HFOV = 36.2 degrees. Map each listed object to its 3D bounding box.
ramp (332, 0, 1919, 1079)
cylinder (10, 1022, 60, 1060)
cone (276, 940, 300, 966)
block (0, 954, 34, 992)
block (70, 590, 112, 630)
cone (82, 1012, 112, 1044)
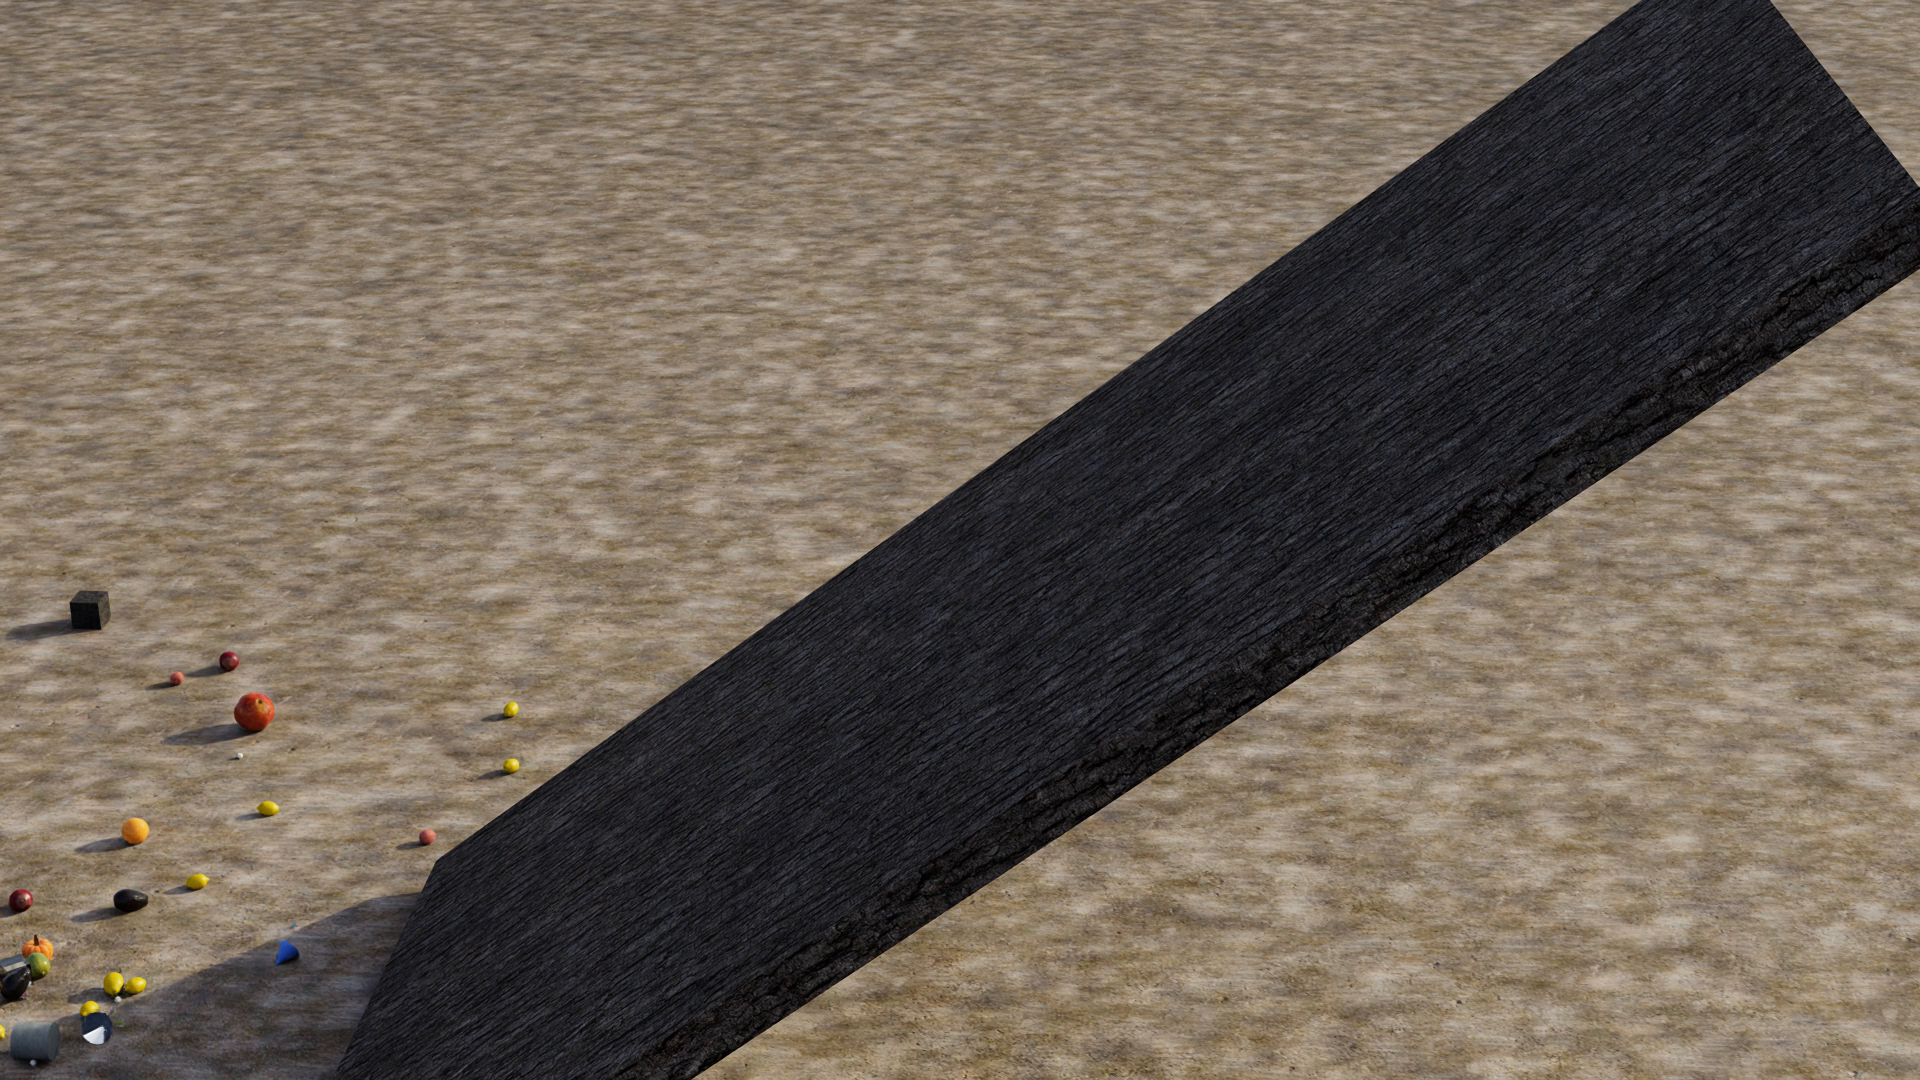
[{"bbox_3d":[0.124,0.183,6.333,4.000,0.100,2.000,-35,16,17],"label":"ramp"},{"bbox_3d":[-2.230,1.207,7.094,0.090,0.090,0.090,-2,23,3],"label":"cylinder"},{"bbox_3d":[-1.728,1.064,7.507,0.060,0.060,0.060,16,55,33],"label":"cone"},{"bbox_3d":[-2.377,1.090,7.403,0.061,0.061,0.061,-17,29,-34],"label":"block"},{"bbox_3d":[-2.772,0.223,9.377,0.092,0.092,0.092,2,23,4],"label":"block"},{"bbox_3d":[-2.099,1.191,7.202,0.078,0.078,0.078,2,-3,4],"label":"cone"}]
